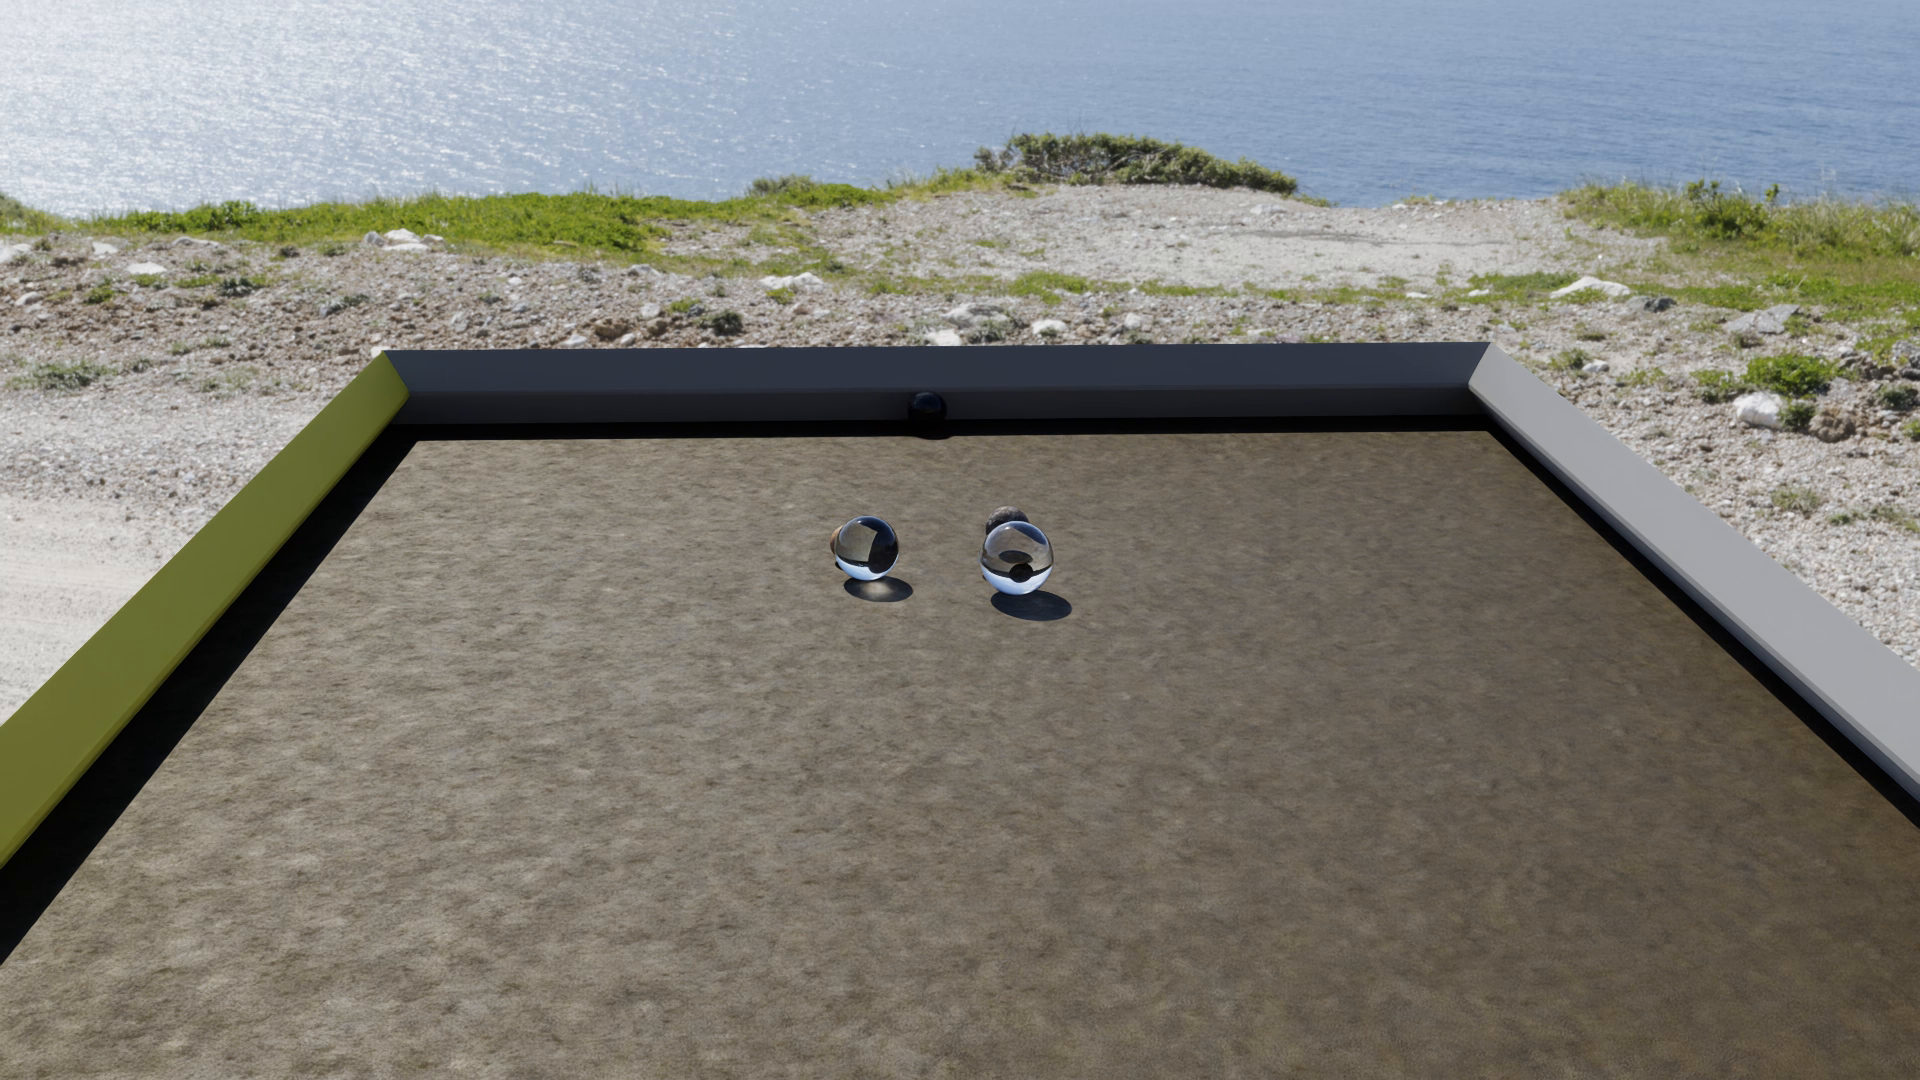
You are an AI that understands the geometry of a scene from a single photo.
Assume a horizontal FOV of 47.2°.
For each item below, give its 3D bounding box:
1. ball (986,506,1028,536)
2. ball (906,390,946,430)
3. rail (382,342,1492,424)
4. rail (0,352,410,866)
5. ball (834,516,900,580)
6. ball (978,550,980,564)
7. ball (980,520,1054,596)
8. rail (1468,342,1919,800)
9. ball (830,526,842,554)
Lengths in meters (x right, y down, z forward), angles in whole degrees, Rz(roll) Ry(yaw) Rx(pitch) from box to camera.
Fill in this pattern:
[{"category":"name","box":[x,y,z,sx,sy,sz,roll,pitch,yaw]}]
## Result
[{"category":"ball","box":[0.058,-0.014,2.661,0.054,0.054,0.054,0,17,0]},{"category":"ball","box":[-0.050,-0.190,3.232,0.057,0.057,0.057,0,17,0]},{"category":"rail","box":[-0.026,-0.229,3.263,1.652,0.110,0.045,-1,17,-2]},{"category":"rail","box":[-0.775,0.194,1.882,0.045,0.110,2.877,-1,17,-2]},{"category":"ball","box":[-0.108,0.009,2.547,0.076,0.076,0.076,0,17,0]},{"category":"ball","box":[0.041,0.019,2.572,0.042,0.042,0.042,0,17,0]},{"category":"ball","box":[0.064,0.021,2.495,0.085,0.085,0.085,0,17,0]},{"category":"rail","box":[0.828,0.177,1.939,0.045,0.110,2.877,-1,17,-2]},{"category":"ball","box":[-0.133,0.004,2.621,0.044,0.044,0.044,0,17,0]}]
